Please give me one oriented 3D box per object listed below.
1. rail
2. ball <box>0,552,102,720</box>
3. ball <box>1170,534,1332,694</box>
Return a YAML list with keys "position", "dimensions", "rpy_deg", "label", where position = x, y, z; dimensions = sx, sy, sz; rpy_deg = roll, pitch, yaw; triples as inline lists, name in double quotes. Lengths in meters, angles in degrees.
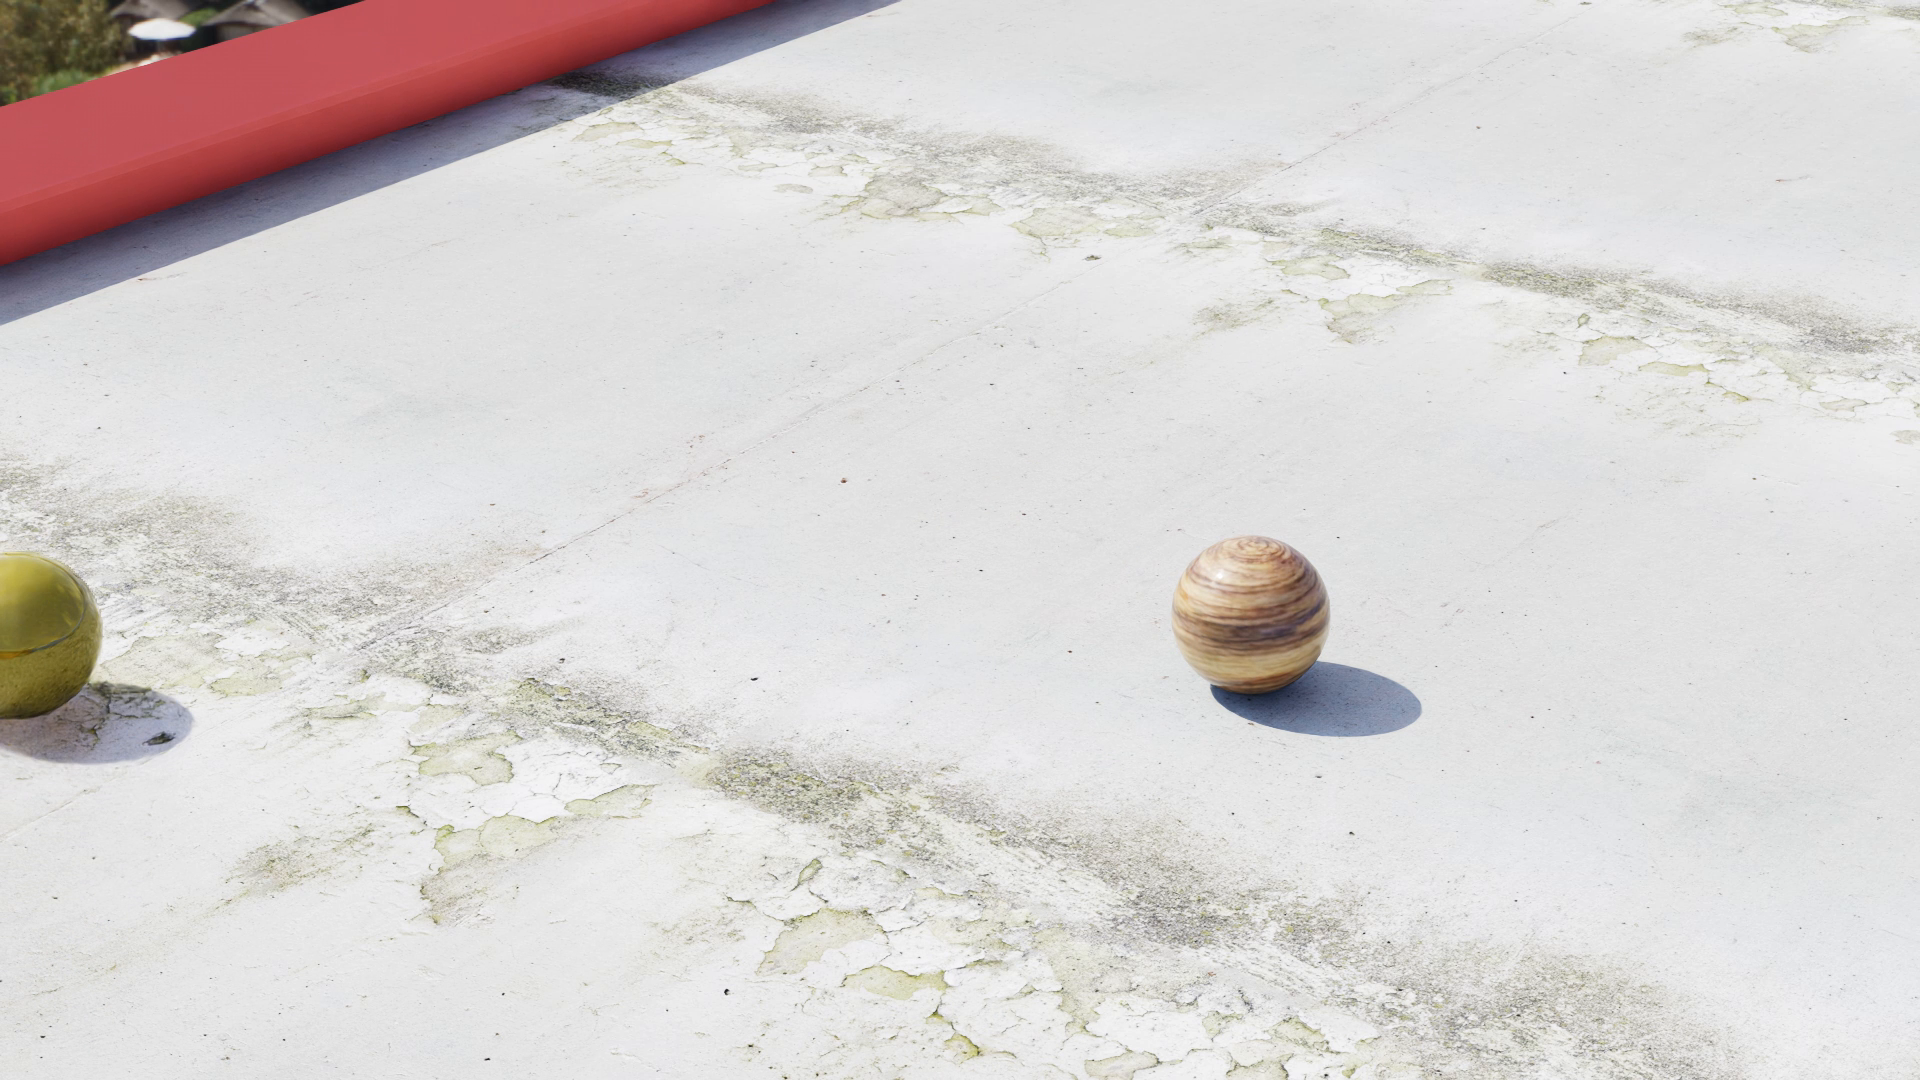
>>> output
- position: [-0.294, -0.568, 2.998]
  dimensions: [0.045, 0.127, 3.634]
  rpy_deg: [16, 29, 31]
  label: "rail"
- position: [-0.543, 0.055, 1.691]
  dimensions: [0.096, 0.096, 0.096]
  rpy_deg: [0, 25, 0]
  label: "ball"
- position: [0.170, 0.044, 1.719]
  dimensions: [0.093, 0.093, 0.093]
  rpy_deg: [0, 25, 0]
  label: "ball"
